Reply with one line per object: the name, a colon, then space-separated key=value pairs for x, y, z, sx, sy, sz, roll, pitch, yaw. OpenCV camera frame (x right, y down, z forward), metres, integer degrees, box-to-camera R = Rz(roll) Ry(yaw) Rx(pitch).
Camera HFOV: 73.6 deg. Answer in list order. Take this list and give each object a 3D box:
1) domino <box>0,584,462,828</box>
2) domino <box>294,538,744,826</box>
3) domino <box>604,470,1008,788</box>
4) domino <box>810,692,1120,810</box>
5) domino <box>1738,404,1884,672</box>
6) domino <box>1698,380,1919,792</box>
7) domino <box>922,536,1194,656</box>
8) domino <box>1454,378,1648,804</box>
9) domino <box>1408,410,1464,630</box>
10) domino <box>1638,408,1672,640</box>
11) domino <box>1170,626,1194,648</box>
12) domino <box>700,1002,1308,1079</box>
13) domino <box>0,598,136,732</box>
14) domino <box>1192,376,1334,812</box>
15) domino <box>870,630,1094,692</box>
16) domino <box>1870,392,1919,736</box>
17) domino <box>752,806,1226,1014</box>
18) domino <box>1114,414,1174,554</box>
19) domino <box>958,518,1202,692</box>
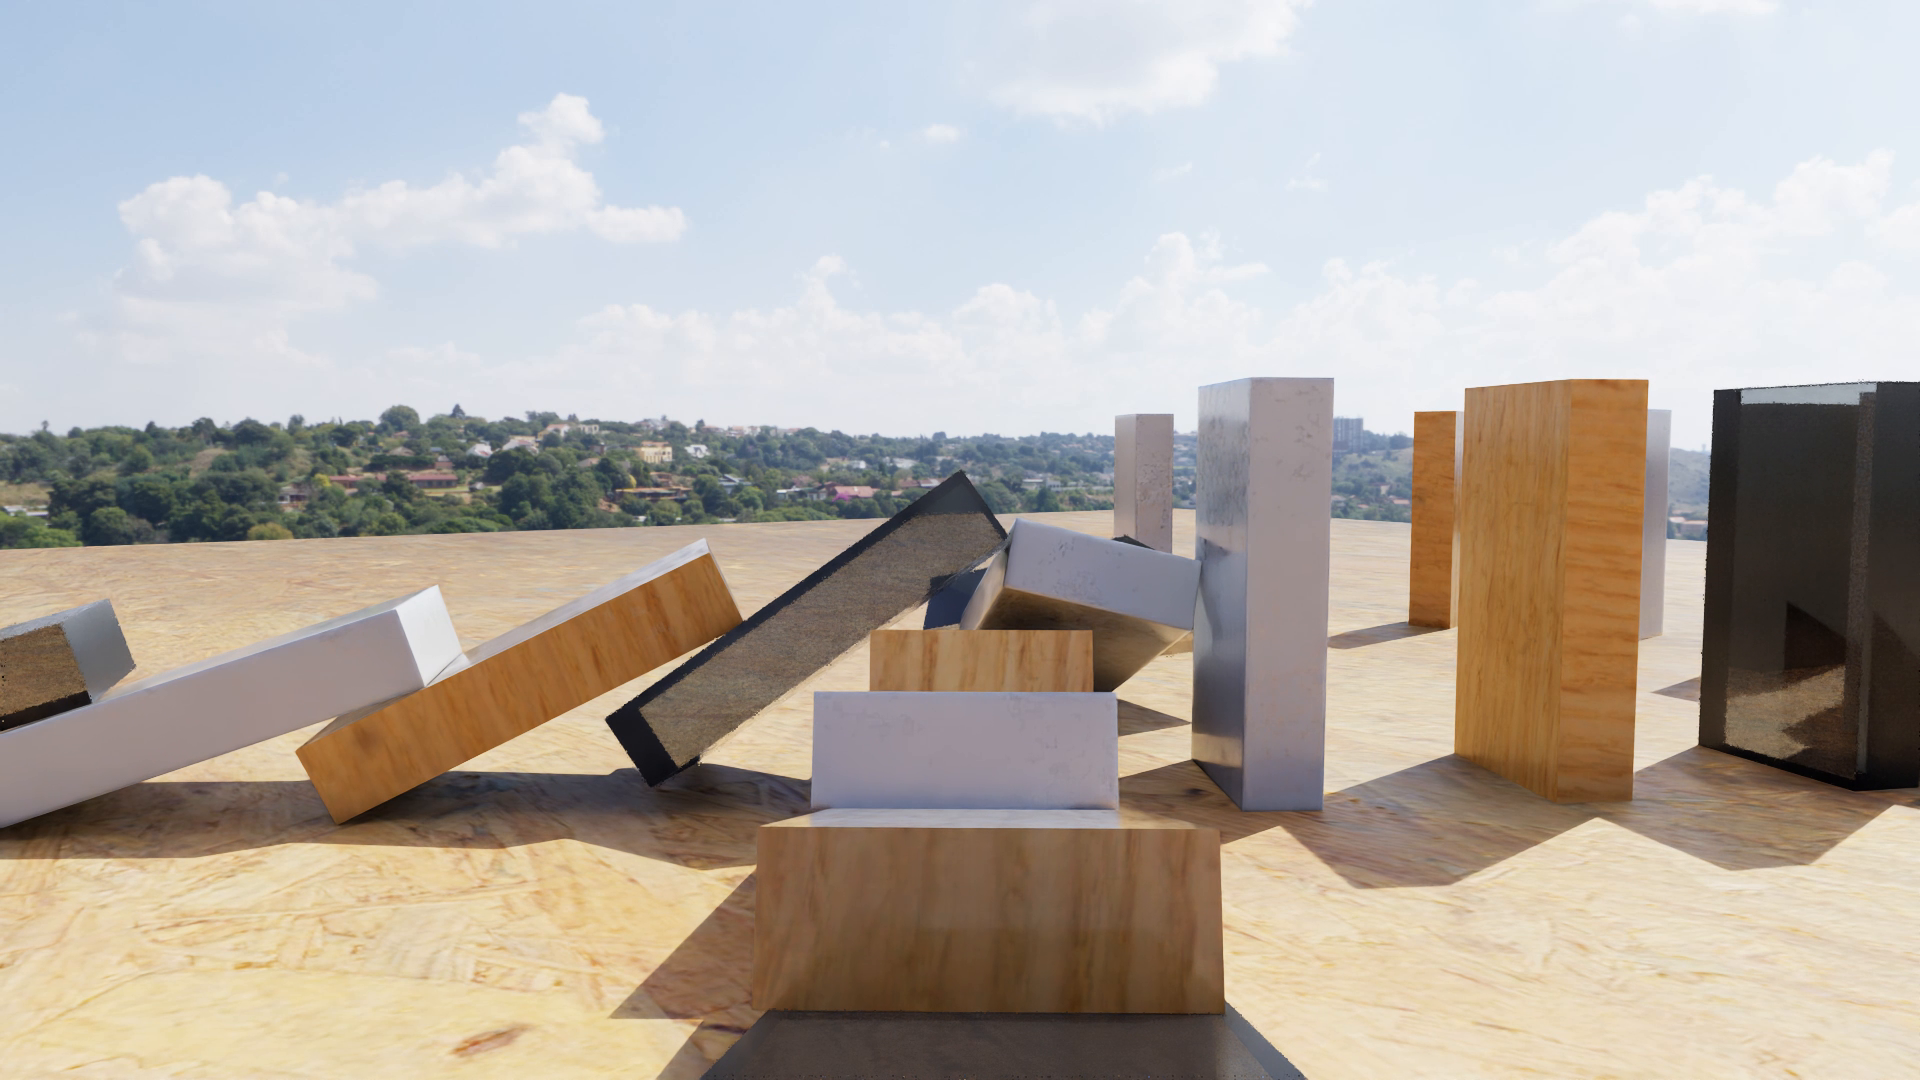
domino: x=-0.088 y=0.019 z=0.152 sx=0.050 sy=0.009 sz=0.025 roll=-19 pitch=8 yaw=-10
domino: x=-0.052 y=0.016 z=0.159 sx=0.050 sy=0.009 sz=0.025 roll=-26 pitch=9 yaw=-9
domino: x=-0.017 y=0.011 z=0.160 sx=0.050 sy=0.009 sz=0.025 roll=-35 pitch=-3 yaw=-2
domino: x=0.001 y=0.022 z=0.129 sx=0.025 sy=0.009 sz=0.050 roll=0 pitch=-11 yaw=1
domino: x=0.164 y=-0.001 z=0.248 sx=0.025 sy=0.050 sz=0.009 roll=-2 pitch=5 yaw=-24
domino: x=0.112 y=0.005 z=0.169 sx=0.009 sy=0.050 sz=0.025 roll=-1 pitch=4 yaw=-12
domino: x=0.019 y=0.012 z=0.215 sx=0.025 sy=0.009 sz=0.050 roll=24 pitch=-22 yaw=-31
domino: x=0.074 y=0.005 z=0.163 sx=0.009 sy=0.050 sz=0.025 roll=0 pitch=4 yaw=-6
domino: x=0.117 y=-0.005 z=0.306 sx=0.009 sy=0.050 sz=0.025 roll=3 pitch=5 yaw=38
domino: x=0.144 y=-0.003 z=0.280 sx=0.025 sy=0.050 sz=0.009 roll=-4 pitch=6 yaw=-40
domino: x=0.052 y=0.017 z=0.280 sx=0.050 sy=0.009 sz=0.025 roll=1 pitch=4 yaw=12
domino: x=0.002 y=0.027 z=0.055 sx=0.025 sy=0.009 sz=0.050 roll=0 pitch=-11 yaw=2
domino: x=-0.125 y=0.020 z=0.144 sx=0.050 sy=0.009 sz=0.025 roll=-19 pitch=11 yaw=-21
domino: x=0.037 y=0.006 z=0.159 sx=0.010 sy=0.050 sz=0.025 roll=0 pitch=4 yaw=-3
domino: x=0.003 y=0.019 z=0.168 sx=0.025 sy=0.009 sz=0.050 roll=0 pitch=-10 yaw=1
domino: x=0.147 y=0.004 z=0.182 sx=0.010 sy=0.050 sz=0.025 roll=-3 pitch=5 yaw=-33
domino: x=0.002 y=0.025 z=0.093 sx=0.025 sy=0.010 sz=0.050 roll=0 pitch=-10 yaw=1
domino: x=0.047 y=-0.007 z=0.332 sx=0.009 sy=0.050 sz=0.025 roll=0 pitch=4 yaw=-5
domino: x=0.015 y=0.012 z=0.188 sx=0.025 sy=0.010 sz=0.050 roll=13 pitch=-19 yaw=-4
